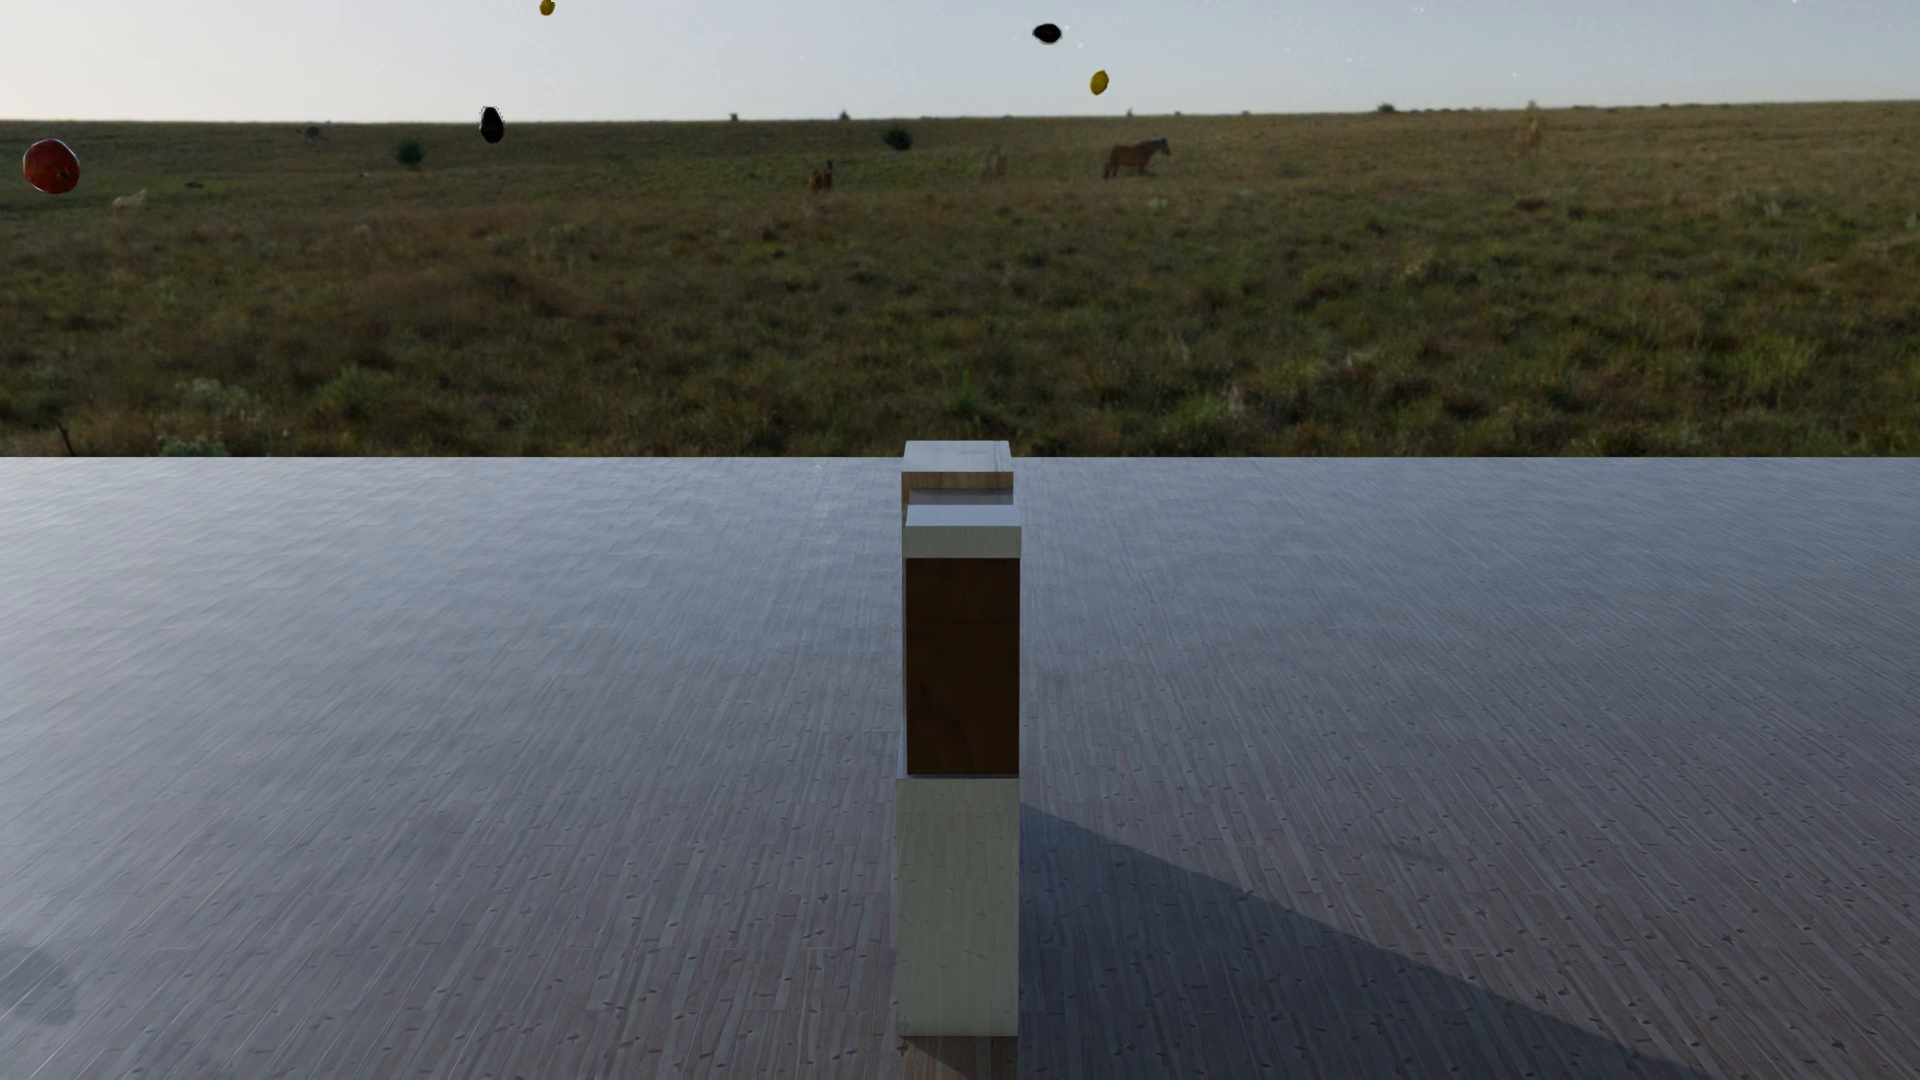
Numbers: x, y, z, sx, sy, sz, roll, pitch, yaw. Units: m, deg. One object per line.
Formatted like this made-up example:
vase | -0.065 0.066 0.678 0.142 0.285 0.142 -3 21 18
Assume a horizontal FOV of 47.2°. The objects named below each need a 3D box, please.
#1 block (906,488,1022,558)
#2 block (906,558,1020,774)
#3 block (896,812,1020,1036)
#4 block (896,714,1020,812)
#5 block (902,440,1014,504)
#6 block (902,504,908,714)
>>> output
block | 0.004 -0.025 3.072 0.153 0.043 0.307 0 11 0
block | 0.004 0.165 3.004 0.153 0.307 0.043 0 11 0
block | -0.003 0.527 3.084 0.169 0.337 0.048 0 11 0
block | -0.003 0.317 3.159 0.169 0.048 0.337 0 11 0
block | -0.004 -0.107 3.386 0.164 0.047 0.328 0 11 0
block | -0.004 0.097 3.313 0.164 0.328 0.047 0 10 0
